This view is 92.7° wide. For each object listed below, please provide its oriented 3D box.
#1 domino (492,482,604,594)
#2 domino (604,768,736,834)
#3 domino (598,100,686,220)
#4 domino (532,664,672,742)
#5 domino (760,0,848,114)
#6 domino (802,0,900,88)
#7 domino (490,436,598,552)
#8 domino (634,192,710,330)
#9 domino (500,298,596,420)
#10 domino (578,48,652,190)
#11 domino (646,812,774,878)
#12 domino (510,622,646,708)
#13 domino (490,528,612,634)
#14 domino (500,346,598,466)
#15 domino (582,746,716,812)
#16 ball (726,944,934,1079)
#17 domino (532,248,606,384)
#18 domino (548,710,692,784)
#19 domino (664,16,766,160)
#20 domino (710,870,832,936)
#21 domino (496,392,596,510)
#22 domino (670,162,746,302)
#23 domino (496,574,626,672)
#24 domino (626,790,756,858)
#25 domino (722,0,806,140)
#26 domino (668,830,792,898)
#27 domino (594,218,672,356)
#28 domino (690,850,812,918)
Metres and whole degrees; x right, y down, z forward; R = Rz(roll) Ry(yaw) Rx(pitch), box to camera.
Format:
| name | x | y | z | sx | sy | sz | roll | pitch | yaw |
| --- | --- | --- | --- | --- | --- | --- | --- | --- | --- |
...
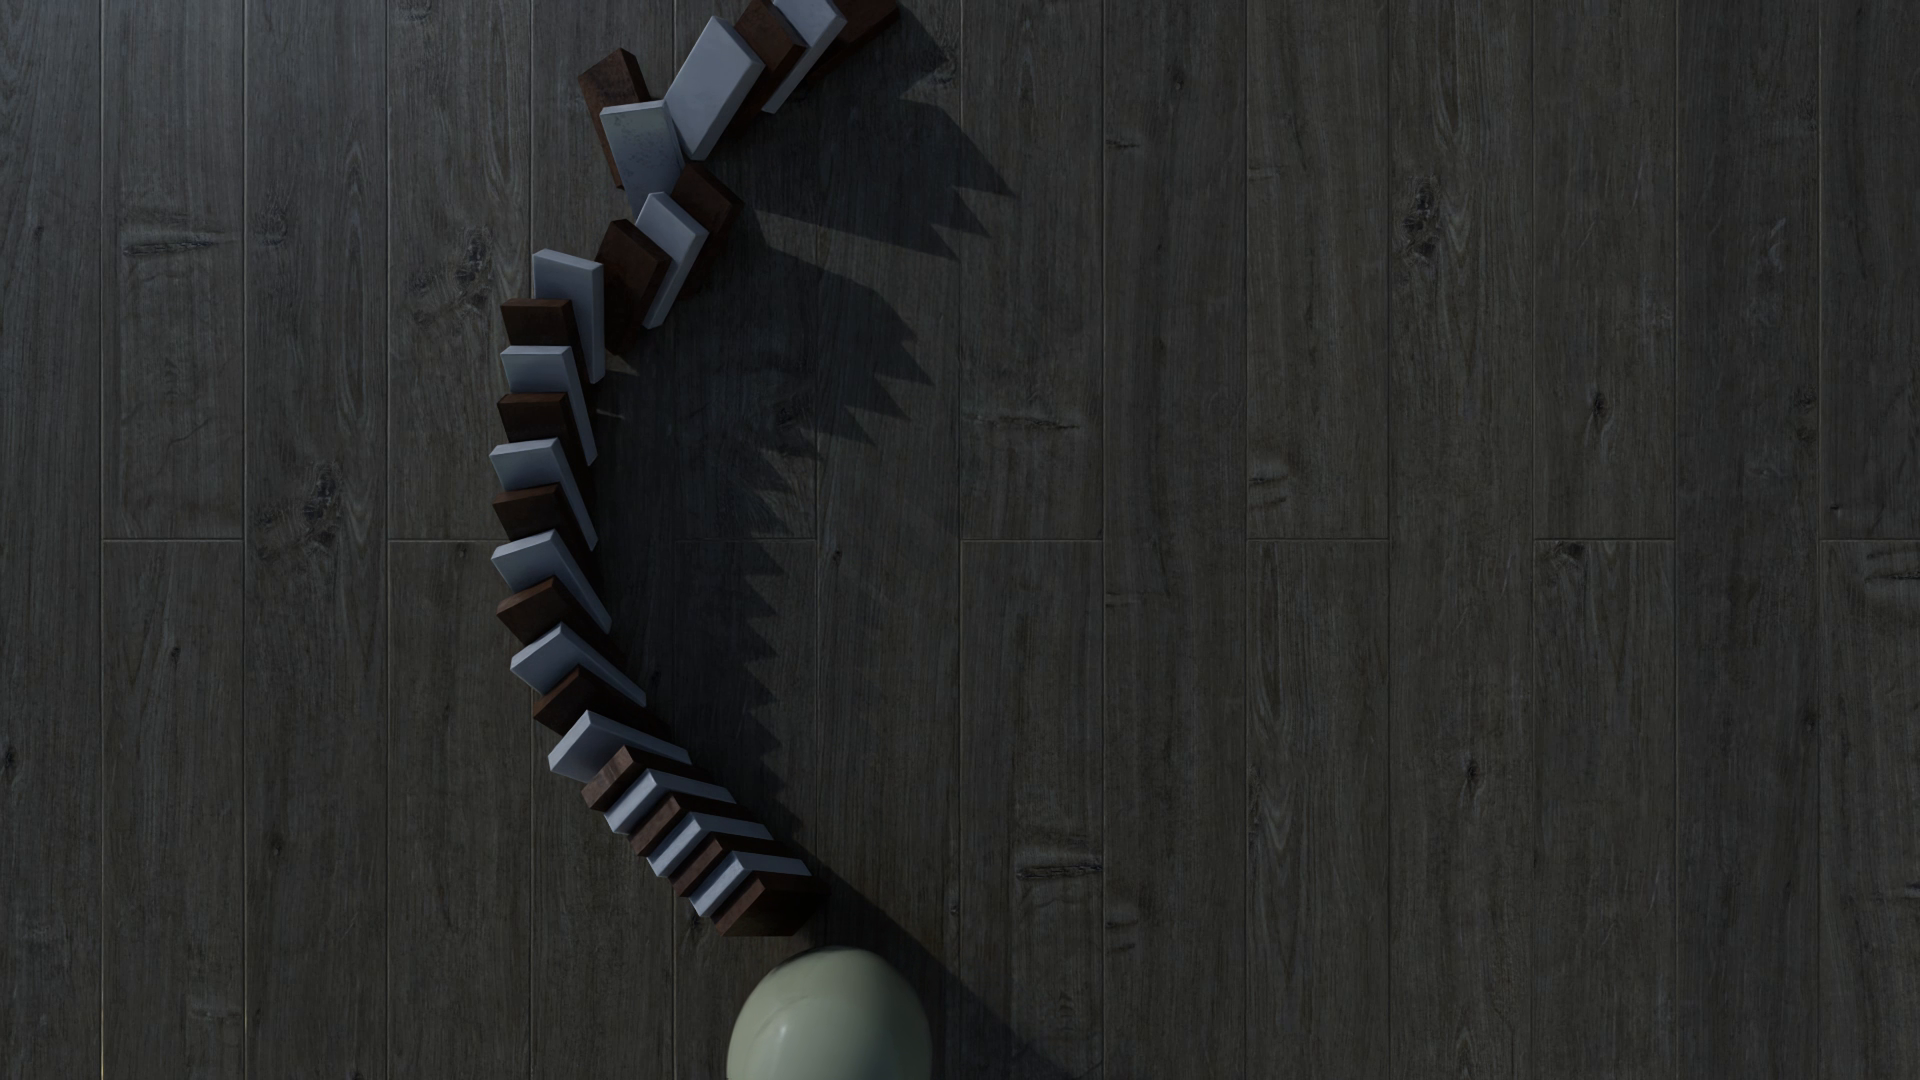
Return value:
| name | x | y | z | sx | sy | sz | roll | pitch | yaw |
| --- | --- | --- | --- | --- | --- | --- | --- | --- | --- |
| domino | -0.171 | 0.002 | 0.383 | 0.025 | 0.010 | 0.050 | -11 | 122 | 0 |
| domino | -0.118 | 0.111 | 0.377 | 0.025 | 0.050 | 0.009 | -47 | 56 | 0 |
| domino | -0.127 | -0.153 | 0.380 | 0.025 | 0.010 | 0.050 | -7 | 132 | 0 |
| domino | -0.149 | 0.076 | 0.383 | 0.025 | 0.010 | 0.050 | -43 | 122 | 0 |
| domino | -0.073 | -0.208 | 0.385 | 0.050 | 0.010 | 0.025 | -38 | 90 | 26 |
| domino | -0.054 | -0.222 | 0.395 | 0.050 | 0.010 | 0.025 | -38 | 90 | 0 |
| domino | -0.173 | -0.017 | 0.383 | 0.025 | 0.009 | 0.050 | -8 | 122 | 0 |
| domino | -0.127 | -0.116 | 0.383 | 0.025 | 0.010 | 0.050 | 42 | 122 | 0 |
| domino | -0.171 | -0.074 | 0.382 | 0.025 | 0.009 | 0.050 | 2 | 122 | 3 |
| domino | -0.143 | -0.178 | 0.391 | 0.025 | 0.009 | 0.050 | -20 | 90 | 22 |
| domino | -0.101 | 0.127 | 0.376 | 0.025 | 0.050 | 0.010 | -47 | 57 | 0 |
| domino | -0.158 | 0.059 | 0.383 | 0.025 | 0.009 | 0.050 | -37 | 122 | 0 |
| domino | -0.169 | 0.021 | 0.383 | 0.025 | 0.009 | 0.050 | -18 | 122 | 0 |
| domino | -0.171 | -0.055 | 0.382 | 0.025 | 0.009 | 0.050 | 0 | 122 | 2 |
| domino | -0.127 | 0.102 | 0.377 | 0.025 | 0.050 | 0.010 | -47 | 54 | 0 |
| ball | -0.051 | 0.202 | 0.360 | 0.080 | 0.080 | 0.080 | 0 | 90 | 0 |
| domino | -0.162 | -0.093 | 0.382 | 0.025 | 0.009 | 0.050 | 15 | 124 | 2 |
| domino | -0.140 | 0.091 | 0.380 | 0.025 | 0.009 | 0.050 | -49 | 130 | 4 |
| domino | -0.105 | -0.188 | 0.383 | 0.025 | 0.010 | 0.050 | 50 | 121 | 2 |
| domino | -0.076 | 0.150 | 0.376 | 0.025 | 0.050 | 0.010 | -47 | 57 | 0 |
| domino | -0.172 | -0.036 | 0.383 | 0.025 | 0.009 | 0.050 | -2 | 122 | 0 |
| domino | -0.113 | -0.128 | 0.383 | 0.025 | 0.009 | 0.050 | 42 | 120 | 0 |
| domino | -0.165 | 0.041 | 0.382 | 0.025 | 0.009 | 0.050 | -27 | 123 | 0 |
| domino | -0.109 | 0.119 | 0.376 | 0.025 | 0.050 | 0.009 | -47 | 57 | 0 |
| domino | -0.089 | -0.197 | 0.383 | 0.050 | 0.010 | 0.025 | -38 | 90 | 30 |
| domino | -0.093 | 0.135 | 0.376 | 0.025 | 0.050 | 0.009 | -47 | 57 | 0 |
| domino | -0.142 | -0.105 | 0.383 | 0.025 | 0.010 | 0.050 | 41 | 122 | 0 |
| domino | -0.085 | 0.142 | 0.376 | 0.025 | 0.050 | 0.010 | -47 | 57 | 0 |
